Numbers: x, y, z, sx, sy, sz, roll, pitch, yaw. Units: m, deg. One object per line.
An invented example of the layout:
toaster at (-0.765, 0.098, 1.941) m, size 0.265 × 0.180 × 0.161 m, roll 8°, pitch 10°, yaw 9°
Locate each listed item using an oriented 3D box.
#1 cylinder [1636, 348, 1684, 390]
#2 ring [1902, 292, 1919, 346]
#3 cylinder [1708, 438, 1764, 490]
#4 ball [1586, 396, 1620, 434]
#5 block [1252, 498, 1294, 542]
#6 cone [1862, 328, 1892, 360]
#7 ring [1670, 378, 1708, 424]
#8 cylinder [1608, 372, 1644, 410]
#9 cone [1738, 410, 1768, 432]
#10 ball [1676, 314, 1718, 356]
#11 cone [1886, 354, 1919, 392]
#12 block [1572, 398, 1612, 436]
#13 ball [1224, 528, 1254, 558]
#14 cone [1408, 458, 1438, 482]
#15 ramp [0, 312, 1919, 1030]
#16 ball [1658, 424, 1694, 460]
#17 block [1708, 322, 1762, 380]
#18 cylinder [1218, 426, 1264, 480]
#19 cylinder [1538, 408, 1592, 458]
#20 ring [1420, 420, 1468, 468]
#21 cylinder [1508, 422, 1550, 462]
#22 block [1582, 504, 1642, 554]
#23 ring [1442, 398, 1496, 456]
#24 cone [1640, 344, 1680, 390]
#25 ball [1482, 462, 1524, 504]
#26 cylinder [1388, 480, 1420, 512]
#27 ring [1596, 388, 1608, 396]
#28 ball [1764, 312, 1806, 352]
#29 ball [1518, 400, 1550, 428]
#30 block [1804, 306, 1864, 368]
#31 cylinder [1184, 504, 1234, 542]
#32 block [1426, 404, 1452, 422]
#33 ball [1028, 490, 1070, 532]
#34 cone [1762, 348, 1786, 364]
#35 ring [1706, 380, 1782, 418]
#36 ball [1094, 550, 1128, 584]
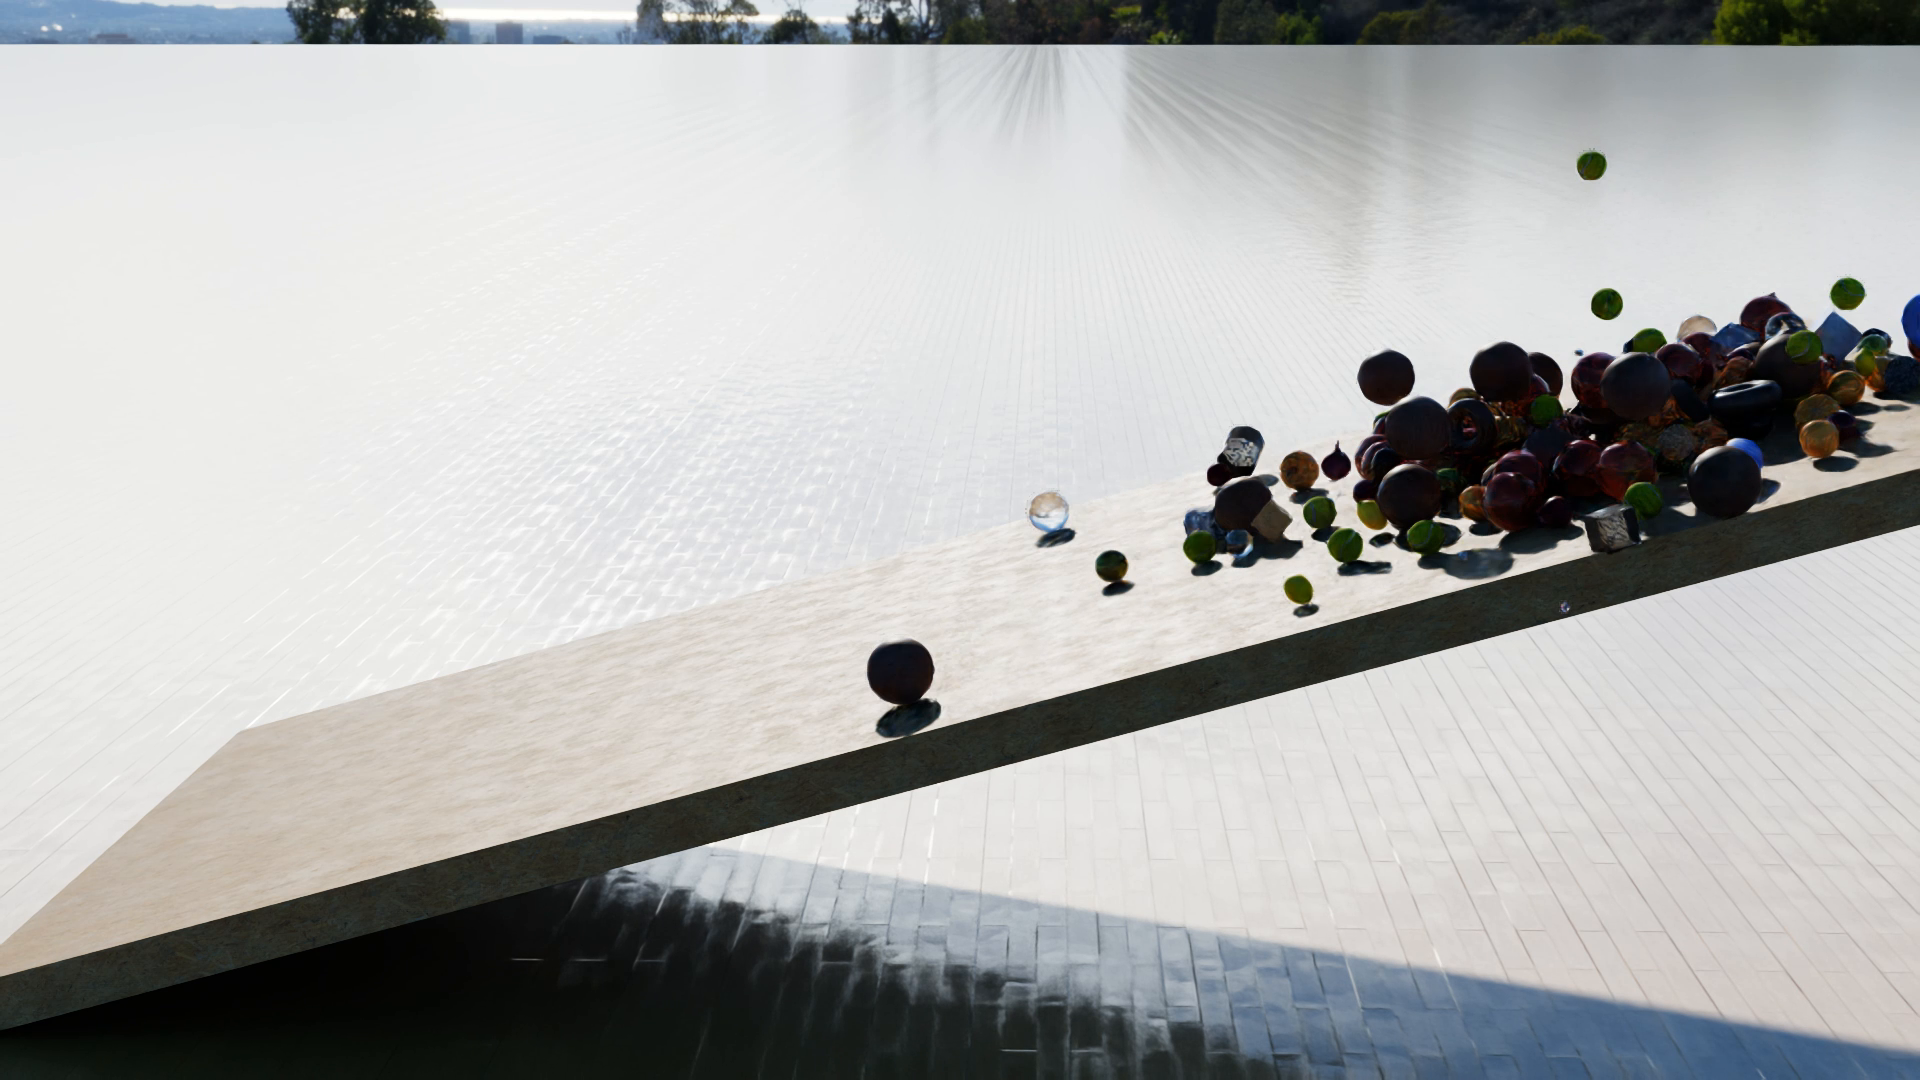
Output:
cylinder at (1.557, -0.380, 6.543) m, size 0.077 × 0.077 × 0.077 m, roll -3°, pitch 17°, yaw -15°
ring at (2.044, -0.462, 6.148) m, size 0.145 × 0.145 × 0.048 m, roll 2°, pitch 27°, yaw 13°
cylinder at (1.439, -0.140, 5.461) m, size 0.080 × 0.080 × 0.080 m, roll 7°, pitch 21°, yaw 33°
ball at (1.372, -0.268, 6.298) m, size 0.084 × 0.084 × 0.084 m, roll 0°, pitch 10°, yaw 0°
block at (0.652, -0.041, 6.133) m, size 0.062 × 0.062 × 0.062 m, roll 39°, pitch 12°, yaw 2°
cone at (1.959, -0.408, 6.311) m, size 0.065 × 0.065 × 0.065 m, roll 7°, pitch 47°, yaw 32°
ring at (1.451, -0.276, 5.857) m, size 0.036 × 0.108 × 0.108 m, roll -37°, pitch 1°, yaw 16°
cylinder at (1.412, -0.314, 6.226) m, size 0.065 × 0.065 × 0.065 m, roll -16°, pitch 4°, yaw 22°
cone at (1.574, -0.242, 5.870) m, size 0.054 × 0.054 × 0.054 m, roll -4°, pitch 11°, yaw -14°
ball at (1.729, -0.480, 6.902) m, size 0.097 × 0.097 × 0.097 m, roll 0°, pitch 10°, yaw 0°
cone at (1.906, -0.323, 5.891) m, size 0.079 × 0.079 × 0.079 m, roll 9°, pitch -10°, yaw 40°
block at (1.333, -0.258, 6.211) m, size 0.058 × 0.058 × 0.058 m, roll -8°, pitch -17°, yaw -6°
ball at (0.577, 0.007, 6.085) m, size 0.060 × 0.060 × 0.060 m, roll 0°, pitch 10°, yaw 0°
cone at (1.004, -0.141, 6.344) m, size 0.061 × 0.061 × 0.061 m, roll 17°, pitch 16°, yaw 19°
ramp at (0.084, 0.190, 6.326) m, size 4.000 × 0.100 × 2.000 m, roll -15°, pitch 9°, yaw 4°
ball at (1.341, -0.183, 5.509) m, size 0.067 × 0.067 × 0.067 m, roll 0°, pitch 10°, yaw 0°
block at (1.649, -0.401, 6.257) m, size 0.078 × 0.078 × 0.078 m, roll -36°, pitch 43°, yaw -30°
cylinder at (0.668, -0.208, 6.993) m, size 0.091 × 0.091 × 0.091 m, roll 4°, pitch 41°, yaw 23°
cylinder at (1.244, -0.219, 6.049) m, size 0.085 × 0.085 × 0.085 m, roll 15°, pitch 12°, yaw 6°
ring at (1.049, -0.209, 6.365) m, size 0.120 × 0.120 × 0.040 m, roll -8°, pitch -26°, yaw -37°
cylinder at (1.200, -0.205, 6.173) m, size 0.070 × 0.070 × 0.070 m, roll -17°, pitch 17°, yaw -27°
block at (1.165, -0.019, 5.251) m, size 0.066 × 0.066 × 0.066 m, roll -19°, pitch 10°, yaw -17°
ring at (1.052, -0.232, 6.076) m, size 0.122 × 0.122 × 0.041 m, roll 9°, pitch 14°, yaw 42°
cone at (1.482, -0.387, 6.314) m, size 0.093 × 0.093 × 0.093 m, roll -28°, pitch 28°, yaw 17°
ball at (1.085, -0.114, 5.877) m, size 0.085 × 0.085 × 0.085 m, roll 0°, pitch 10°, yaw 0°
cylinder at (0.915, -0.090, 6.051) m, size 0.053 × 0.053 × 0.053 m, roll -16°, pitch 5°, yaw 1°
ring at (1.478, -0.323, 6.586) m, size 0.116 × 0.039 × 0.116 m, roll -17°, pitch 9°, yaw 3°
ball at (1.680, -0.423, 5.983) m, size 0.083 × 0.083 × 0.083 m, roll 0°, pitch 10°, yaw 0°
ball at (1.274, -0.272, 6.515) m, size 0.074 × 0.074 × 0.074 m, roll 0°, pitch 10°, yaw 0°
block at (1.881, -0.439, 6.342) m, size 0.086 × 0.086 × 0.086 m, roll 38°, pitch 16°, yaw 0°
cylinder at (0.538, -0.036, 6.348) m, size 0.077 × 0.077 × 0.077 m, roll -10°, pitch 3°, yaw -45°
block at (1.129, -0.277, 6.833) m, size 0.058 × 0.058 × 0.058 m, roll -9°, pitch 12°, yaw 37°
ball at (0.212, -0.068, 6.997) m, size 0.100 × 0.100 × 0.100 m, roll 0°, pitch 10°, yaw 0°
cone at (1.724, -0.401, 6.378) m, size 0.090 × 0.090 × 0.090 m, roll -42°, pitch 0°, yaw 0°
ring at (1.545, -0.278, 5.794) m, size 0.148 × 0.049 × 0.148 m, roll -14°, pitch 7°, yaw 2°
ball at (0.319, 0.055, 6.196) m, size 0.072 × 0.072 × 0.072 m, roll 0°, pitch 10°, yaw 0°
